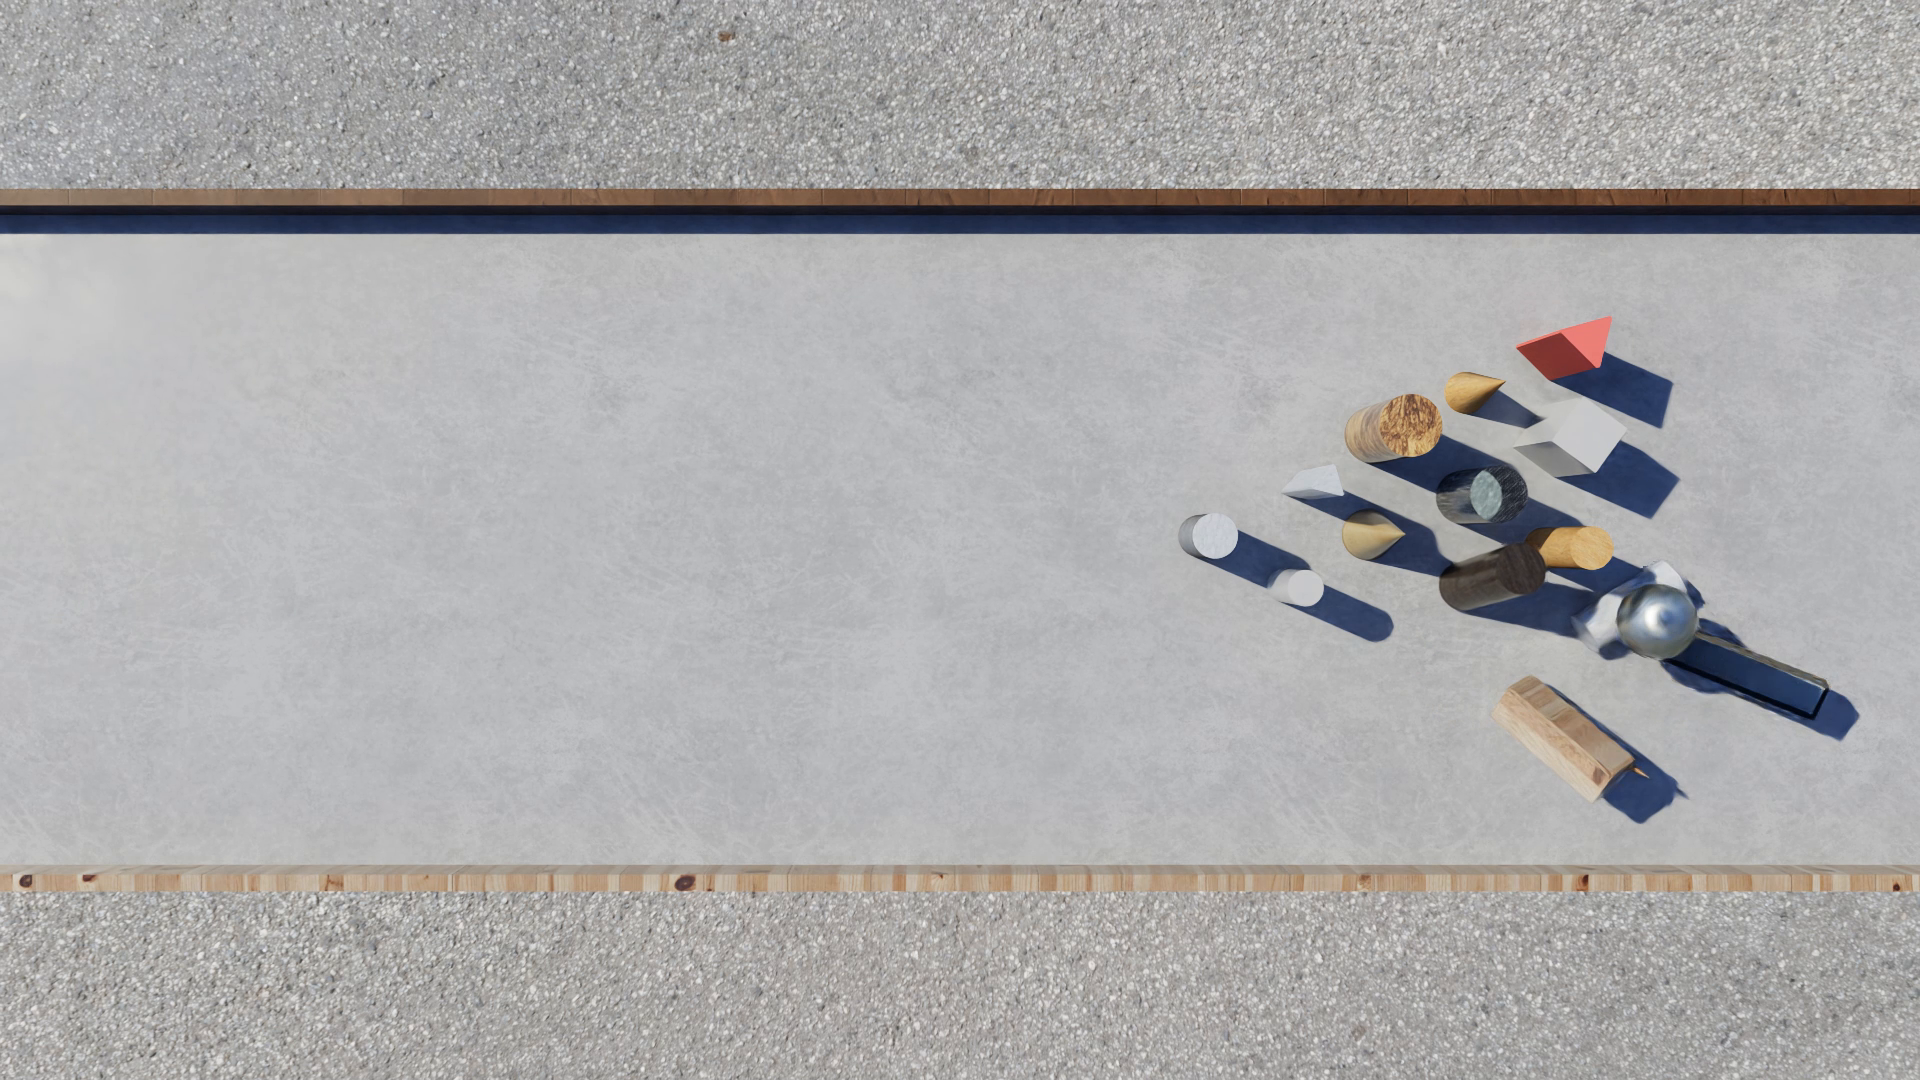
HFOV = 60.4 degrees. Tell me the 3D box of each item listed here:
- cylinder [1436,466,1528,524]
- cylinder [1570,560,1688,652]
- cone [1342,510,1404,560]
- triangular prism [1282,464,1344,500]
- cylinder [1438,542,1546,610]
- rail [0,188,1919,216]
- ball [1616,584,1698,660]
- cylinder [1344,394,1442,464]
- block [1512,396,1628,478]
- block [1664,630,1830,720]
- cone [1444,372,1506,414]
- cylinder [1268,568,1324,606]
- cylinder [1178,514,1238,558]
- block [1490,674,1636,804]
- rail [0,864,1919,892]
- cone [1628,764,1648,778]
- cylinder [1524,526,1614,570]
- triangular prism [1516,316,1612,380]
[{"bbox_3d":[1.548,-0.131,4.905,0.166,0.342,0.166,0,90,0],"label":"cylinder"},{"bbox_3d":[2.030,0.202,5.010,0.315,0.133,0.133,-32,90,0],"label":"cylinder"},{"bbox_3d":[1.255,-0.016,4.860,0.159,0.433,0.159,0,90,0],"label":"cone"},{"bbox_3d":[1.040,-0.174,4.849,0.091,0.454,0.079,14,90,0],"label":"triangular prism"},{"bbox_3d":[1.566,0.112,4.868,0.150,0.395,0.150,1,81,-7],"label":"cylinder"},{"bbox_3d":[-2.247,-1.025,5.002,12.000,0.150,0.050,0,90,0],"label":"rail"},{"bbox_3d":[2.015,0.236,4.771,0.221,0.221,0.221,0,90,0],"label":"ball"},{"bbox_3d":[1.272,-0.323,4.863,0.178,0.427,0.178,0,90,0],"label":"cylinder"},{"bbox_3d":[1.810,-0.303,4.909,0.157,0.335,0.157,36,90,0],"label":"block"},{"bbox_3d":[2.344,0.388,4.945,0.456,0.105,0.105,23,109,17],"label":"block"},{"bbox_3d":[1.557,-0.453,4.888,0.130,0.377,0.130,0,90,0],"label":"cone"},{"bbox_3d":[0.997,0.139,4.917,0.105,0.318,0.105,0,90,0],"label":"cylinder"},{"bbox_3d":[0.737,-0.012,4.918,0.131,0.318,0.131,0,90,0],"label":"cylinder"},{"bbox_3d":[1.782,0.585,4.890,0.384,0.129,0.129,44,134,29],"label":"block"},{"bbox_3d":[-2.247,1.025,5.001,12.000,0.150,0.050,0,90,0],"label":"rail"},{"bbox_3d":[1.911,0.622,4.907,0.126,0.340,0.126,-16,122,-28],"label":"cone"},{"bbox_3d":[1.797,0.023,4.884,0.124,0.386,0.124,0,90,0],"label":"cylinder"},{"bbox_3d":[1.810,-0.590,4.887,0.150,0.379,0.130,45,90,0],"label":"triangular prism"}]
